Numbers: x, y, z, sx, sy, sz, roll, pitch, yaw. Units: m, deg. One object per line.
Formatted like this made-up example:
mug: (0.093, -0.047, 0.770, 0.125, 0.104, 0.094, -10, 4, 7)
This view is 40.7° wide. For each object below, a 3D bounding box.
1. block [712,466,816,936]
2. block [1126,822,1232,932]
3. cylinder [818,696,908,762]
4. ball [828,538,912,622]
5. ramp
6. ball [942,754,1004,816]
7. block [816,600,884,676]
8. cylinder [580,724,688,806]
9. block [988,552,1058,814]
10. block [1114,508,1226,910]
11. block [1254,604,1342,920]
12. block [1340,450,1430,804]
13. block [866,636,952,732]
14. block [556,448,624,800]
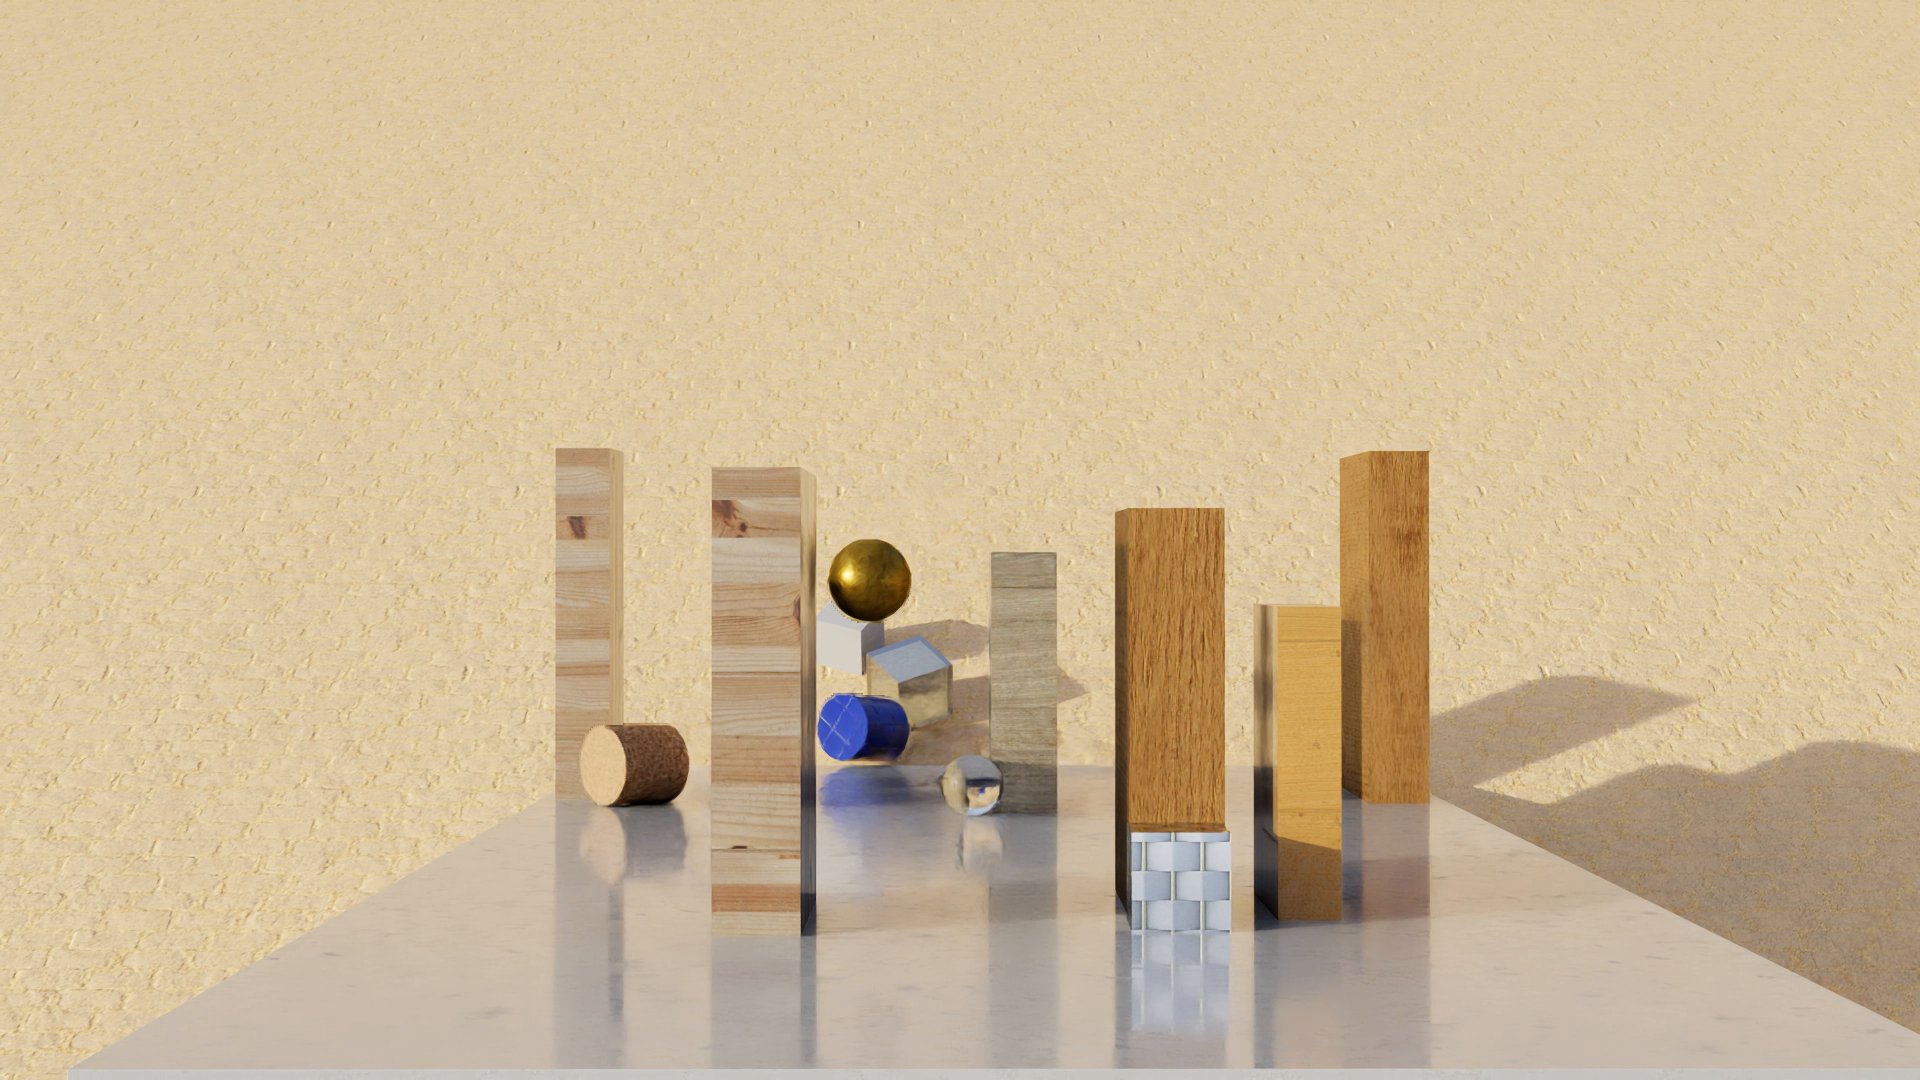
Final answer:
block: (-0.288, 0.229, 3.855, 0.125, 0.662, 0.407, 0, 0, 0)
block: (0.316, 0.488, 3.759, 0.142, 0.142, 0.142, 0, 0, 1)
cylinder: (-0.253, 0.495, 6.772, 0.170, 0.170, 0.170, 27, 11, 37)
ball: (-0.195, 0.087, 5.601, 0.180, 0.180, 0.180, 0, 31, 0)
ramp: (0.070, 0.617, 4.695, 2.000, 0.100, 4.000, 0, 0, 0)
ball: (0.026, 0.508, 5.362, 0.129, 0.129, 0.129, 0, 31, 0)
block: (-0.310, 0.264, 7.244, 0.147, 0.147, 0.147, 13, 34, 20)
cylinder: (-0.710, 0.490, 5.650, 0.169, 0.169, 0.169, 1, 23, -44)
block: (0.134, 0.301, 5.634, 0.137, 0.547, 0.440, 0, 0, 0)
block: (0.321, 0.257, 4.005, 0.142, 0.607, 0.344, 0, 0, 0)
block: (0.514, 0.330, 3.968, 0.094, 0.461, 0.313, 0, 0, 0)
block: (0.957, 0.192, 5.861, 0.132, 0.769, 0.431, 0, 0, 0)
block: (-0.137, 0.391, 7.012, 0.169, 0.169, 0.169, -18, 36, -27)
block: (-0.836, 0.187, 5.856, 0.120, 0.780, 0.240, 0, 0, 0)
